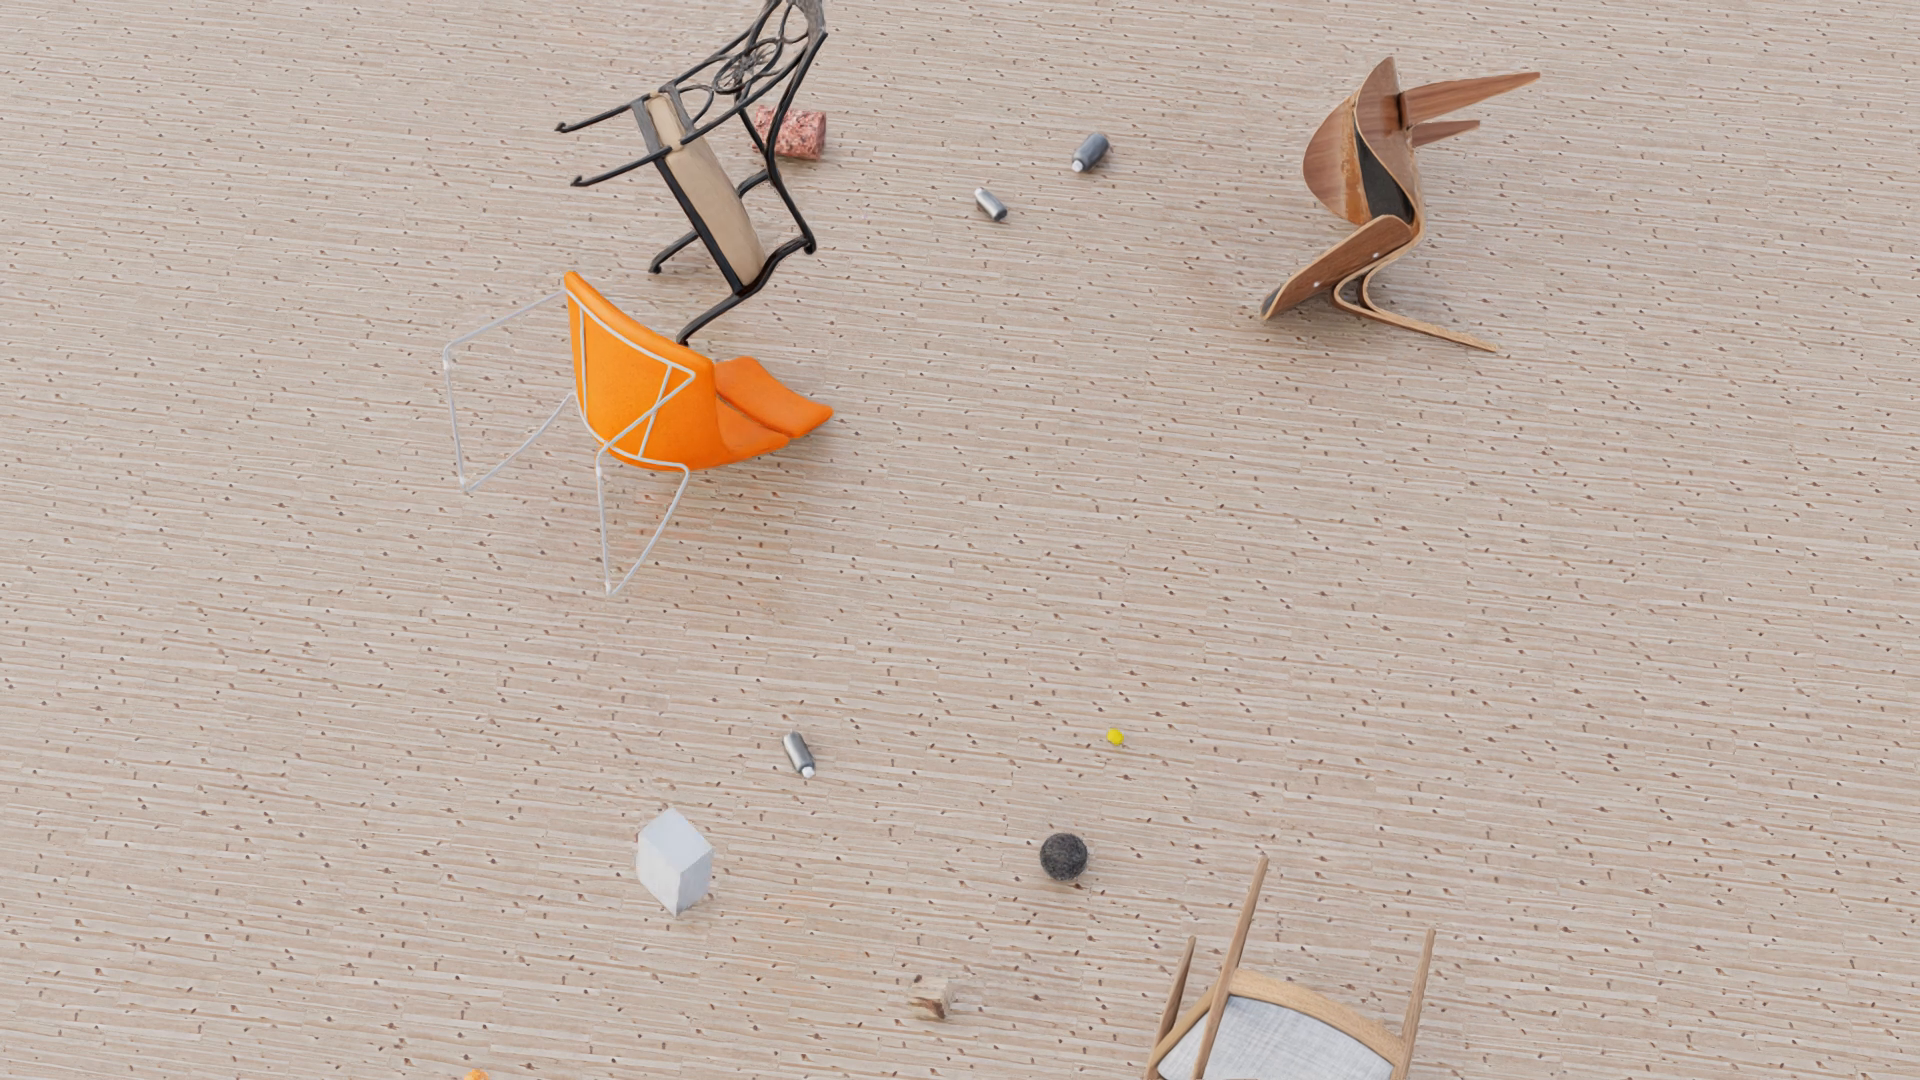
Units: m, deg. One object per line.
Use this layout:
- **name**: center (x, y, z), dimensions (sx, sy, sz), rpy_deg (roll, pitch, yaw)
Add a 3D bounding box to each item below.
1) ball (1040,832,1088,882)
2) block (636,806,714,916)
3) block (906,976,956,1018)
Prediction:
- **ball**: center (0.280, 0.853, 5.923), dimensions (0.131, 0.131, 0.131), rpy_deg (0, 56, 0)
- **block**: center (-0.758, 0.853, 5.826), dimensions (0.161, 0.265, 0.114), rpy_deg (42, 58, 18)
- **block**: center (-0.074, 1.184, 5.706), dimensions (0.095, 0.066, 0.075), rpy_deg (-1, 32, 26)
